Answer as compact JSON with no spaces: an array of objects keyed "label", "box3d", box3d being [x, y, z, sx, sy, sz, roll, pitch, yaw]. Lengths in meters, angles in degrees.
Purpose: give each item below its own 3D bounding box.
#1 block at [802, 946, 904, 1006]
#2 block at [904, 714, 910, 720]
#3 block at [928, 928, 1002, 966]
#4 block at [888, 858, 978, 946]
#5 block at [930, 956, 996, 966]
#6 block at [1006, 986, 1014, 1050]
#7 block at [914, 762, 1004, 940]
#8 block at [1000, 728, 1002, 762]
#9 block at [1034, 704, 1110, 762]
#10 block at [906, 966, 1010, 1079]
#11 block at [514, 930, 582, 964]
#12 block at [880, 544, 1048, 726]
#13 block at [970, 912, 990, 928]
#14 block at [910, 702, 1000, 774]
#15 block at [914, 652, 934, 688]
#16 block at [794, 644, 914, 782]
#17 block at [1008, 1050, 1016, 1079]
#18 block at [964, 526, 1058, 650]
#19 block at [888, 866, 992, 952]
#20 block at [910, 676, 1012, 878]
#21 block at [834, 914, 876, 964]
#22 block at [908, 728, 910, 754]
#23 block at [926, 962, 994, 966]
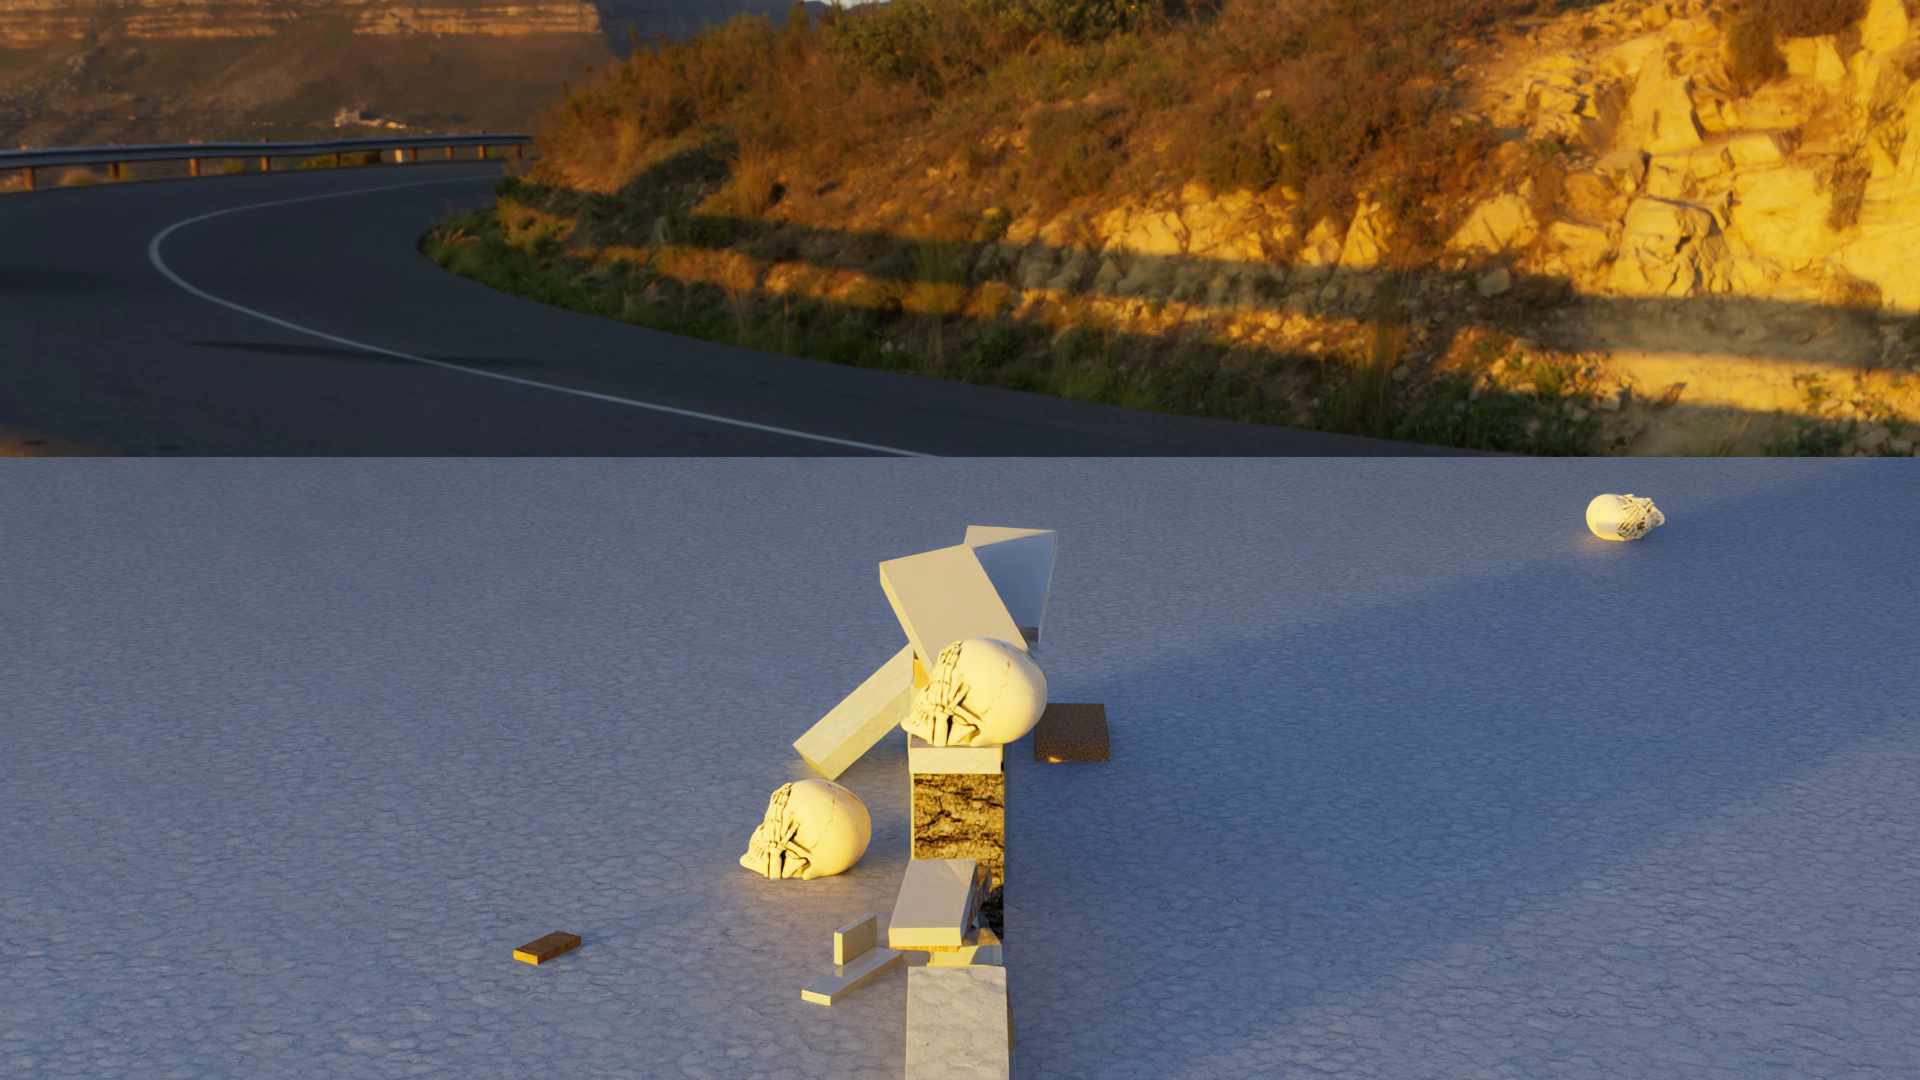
[{"label":"block","box3d":[-0.159,0.652,3.296,0.049,0.014,0.203,6,12,30]},{"label":"block","box3d":[-0.028,0.312,4.577,0.149,0.042,0.341,1,11,4]},{"label":"block","box3d":[0.005,0.582,3.153,0.094,0.027,0.188,0,-3,-4]},{"label":"block","box3d":[-0.035,0.508,3.091,0.098,0.028,0.196,-2,20,8]},{"label":"block","box3d":[0.005,0.620,3.294,0.094,0.027,0.188,0,-5,0]},{"label":"block","box3d":[0.006,0.661,3.043,0.131,0.037,0.261,0,-1,-1]},{"label":"block","box3d":[-0.002,0.487,3.452,0.140,0.280,0.040,0,12,0]},{"label":"block","box3d":[0.000,0.452,3.643,0.140,0.280,0.040,0,9,1]},{"label":"block","box3d":[0.230,0.399,4.581,0.149,0.042,0.299,0,11,1]},{"label":"block","box3d":[-0.003,0.649,2.852,0.130,0.037,0.261,0,27,0]},{"label":"block","box3d":[-0.639,0.631,3.408,0.049,0.014,0.098,7,12,32]},{"label":"block","box3d":[0.001,0.150,3.658,0.162,0.046,0.392,-12,38,-14]},{"label":"block","box3d":[-0.019,0.574,3.301,0.098,0.028,0.279,-3,-15,6]},{"label":"block","box3d":[-0.006,0.314,3.510,0.140,0.040,0.280,0,10,1]},{"label":"block","box3d":[0.009,0.191,3.819,0.170,0.048,0.340,0,10,0]},{"label":"block","box3d":[-0.174,0.339,4.393,0.323,0.046,0.162,-41,22,-11]},{"label":"block","box3d":[0.008,0.720,2.868,0.130,0.037,0.261,0,11,-1]},{"label":"block","box3d":[0.074,0.080,3.855,0.162,0.046,0.323,4,31,7]},{"label":"block","box3d":[-0.026,0.522,3.132,0.098,0.028,0.196,1,20,16]},{"label":"block","box3d":[0.002,0.404,3.739,0.170,0.340,0.048,0,11,1]},{"label":"block","box3d":[-0.161,0.616,3.396,0.014,0.049,0.098,6,12,30]},{"label":"block","box3d":[-0.021,0.373,4.482,0.152,0.043,0.303,0,11,2]},{"label":"block","box3d":[0.002,0.629,3.167,0.094,0.027,0.188,0,-15,1]}]
